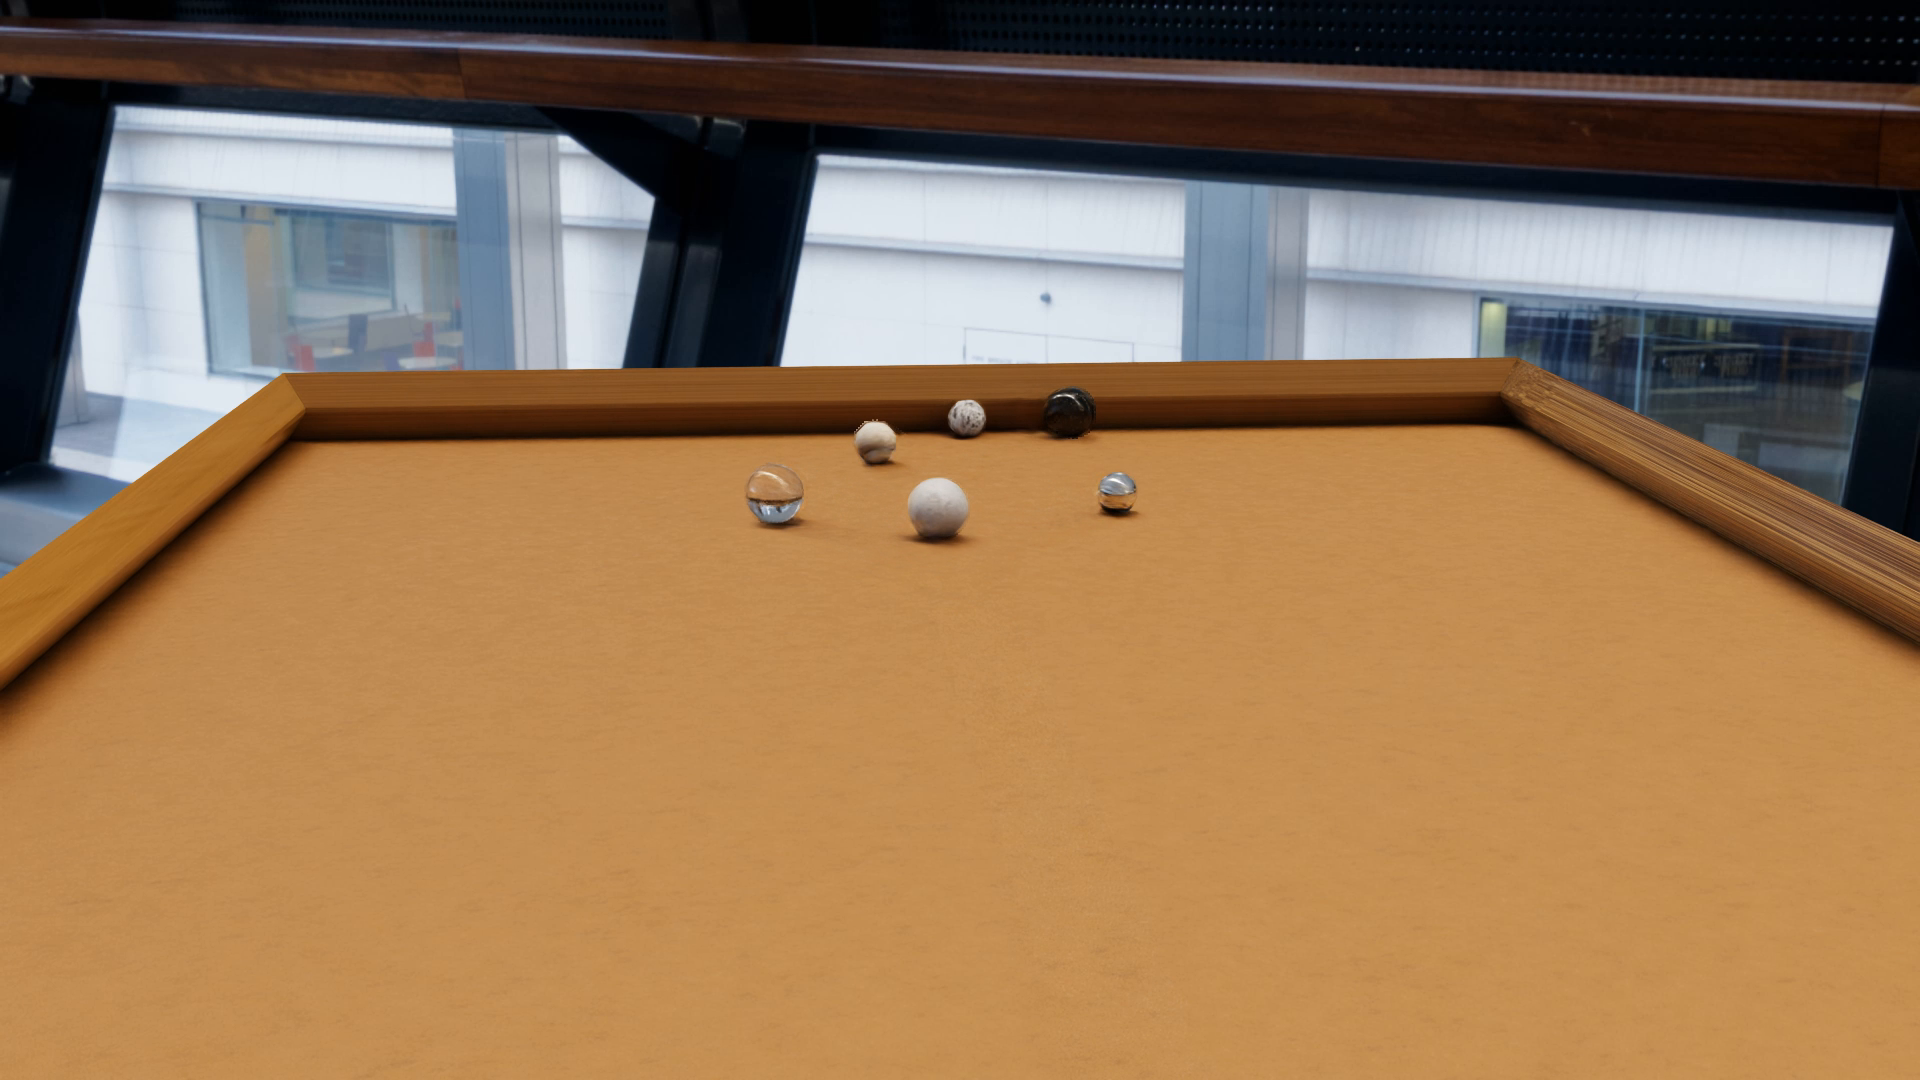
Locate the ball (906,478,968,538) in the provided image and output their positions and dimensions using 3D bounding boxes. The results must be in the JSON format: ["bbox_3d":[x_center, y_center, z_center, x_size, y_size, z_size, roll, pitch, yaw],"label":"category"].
[{"bbox_3d":[-0.033,-0.046,3.181,0.088,0.088,0.088,0,13,0],"label":"ball"}]

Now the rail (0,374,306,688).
[{"bbox_3d":[-1.012,0.236,1.932,0.045,0.119,4.094,-1,13,-5],"label":"rail"}]

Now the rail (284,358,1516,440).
[{"bbox_3d":[-0.082,-0.254,3.980,2.245,0.119,0.045,-1,13,-5],"label":"rail"}]

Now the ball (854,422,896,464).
[{"bbox_3d":[-0.142,-0.164,3.713,0.071,0.071,0.071,0,13,0],"label":"ball"}]

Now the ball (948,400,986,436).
[{"bbox_3d":[0.012,-0.218,3.949,0.067,0.067,0.067,0,13,0],"label":"ball"}]

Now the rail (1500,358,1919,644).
[{"bbox_3d":[1.179,0.194,2.106,0.045,0.119,4.094,-1,13,-5],"label":"rail"}]

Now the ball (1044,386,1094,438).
[{"bbox_3d":[0.196,-0.229,3.940,0.092,0.092,0.092,0,13,0],"label":"ball"}]

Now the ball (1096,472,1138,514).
[{"bbox_3d":[0.239,-0.071,3.342,0.062,0.062,0.062,0,13,0],"label":"ball"}]

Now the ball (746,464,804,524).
[{"bbox_3d":[-0.276,-0.069,3.278,0.088,0.088,0.088,0,13,0],"label":"ball"}]
